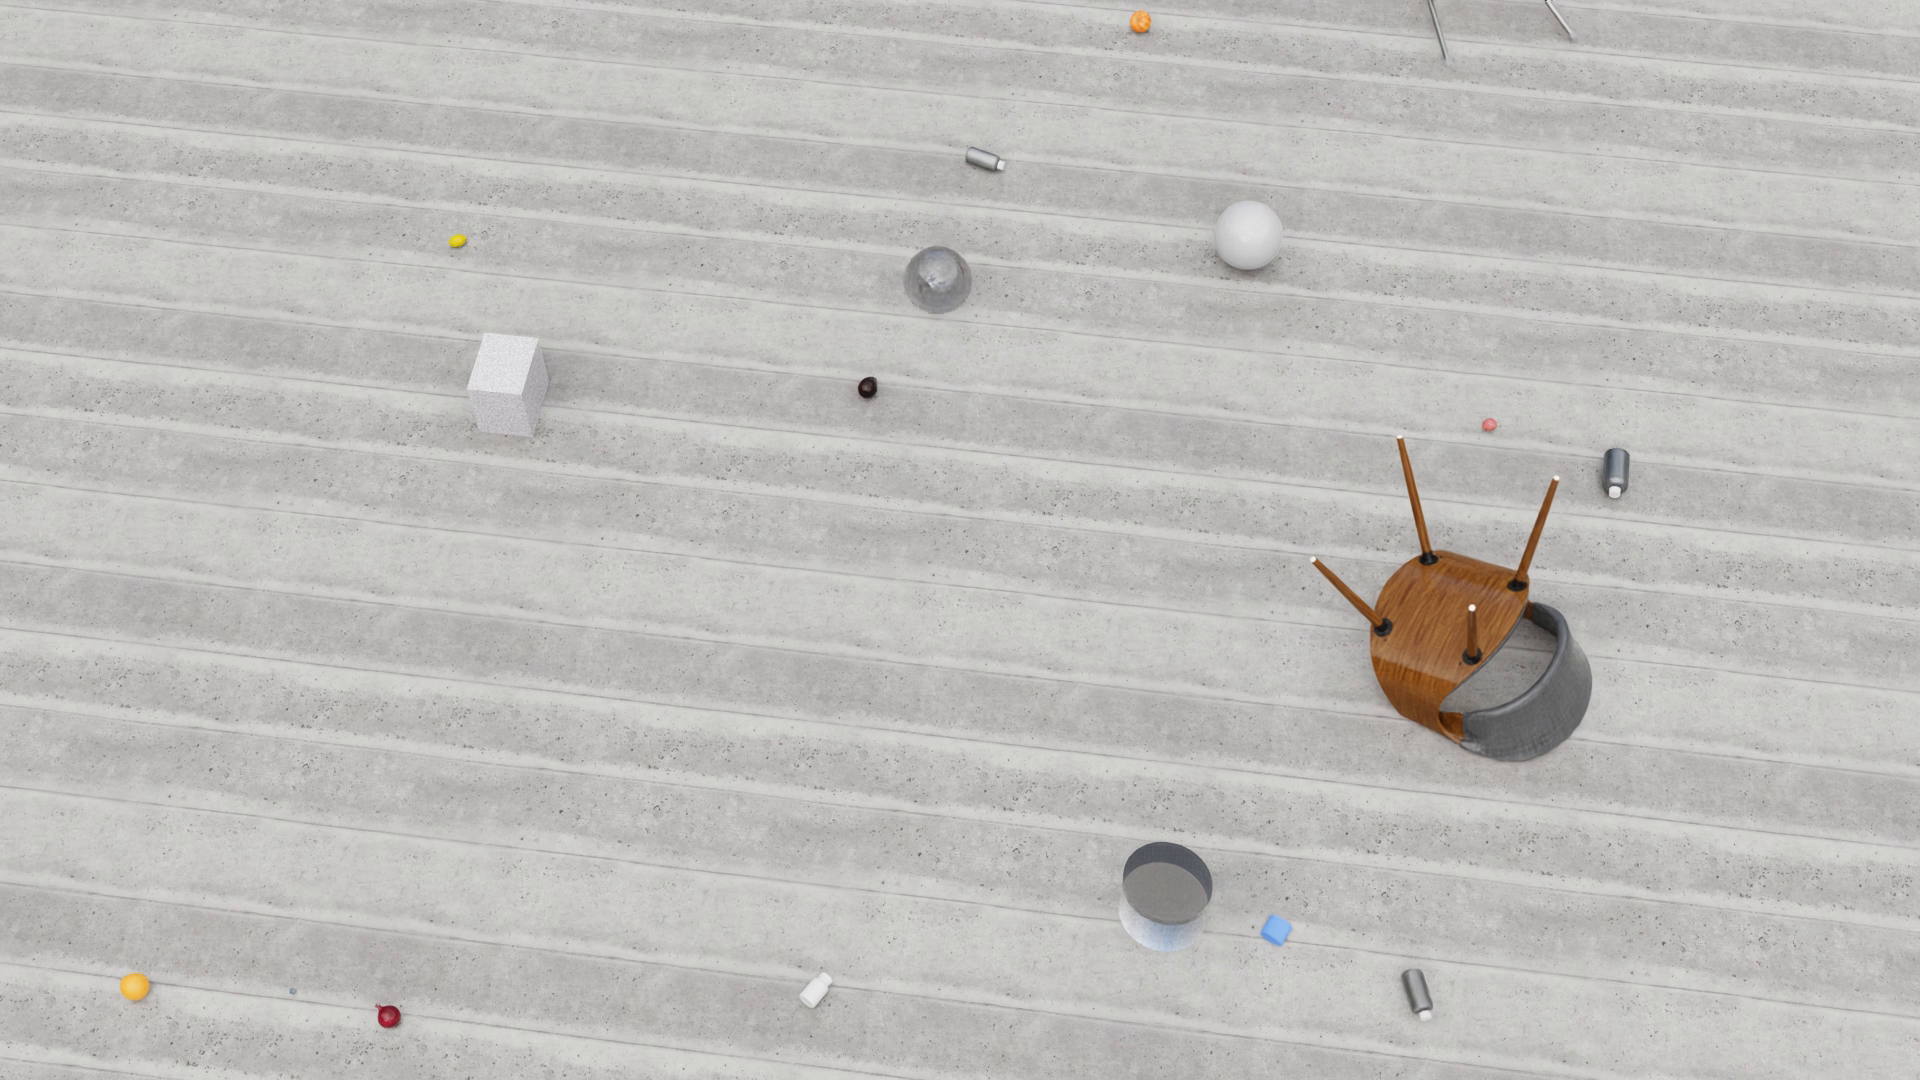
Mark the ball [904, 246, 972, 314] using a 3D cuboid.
[{"bbox_3d":[-0.070,-0.827,6.998,0.217,0.217,0.217,0,56,0],"label":"ball"}]

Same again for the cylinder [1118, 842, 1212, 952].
[{"bbox_3d":[0.543,0.945,5.822,0.240,0.196,0.221,30,61,19],"label":"cylinder"}]

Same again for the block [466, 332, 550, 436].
[{"bbox_3d":[-1.388,-0.476,6.765,0.168,0.213,0.219,6,56,4],"label":"block"}]

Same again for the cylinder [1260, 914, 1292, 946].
[{"bbox_3d":[0.842,1.039,5.854,0.066,0.038,0.061,40,49,15],"label":"cylinder"}]

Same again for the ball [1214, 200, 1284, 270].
[{"bbox_3d":[0.931,-0.984,7.100,0.223,0.223,0.223,0,56,0],"label":"ball"}]
